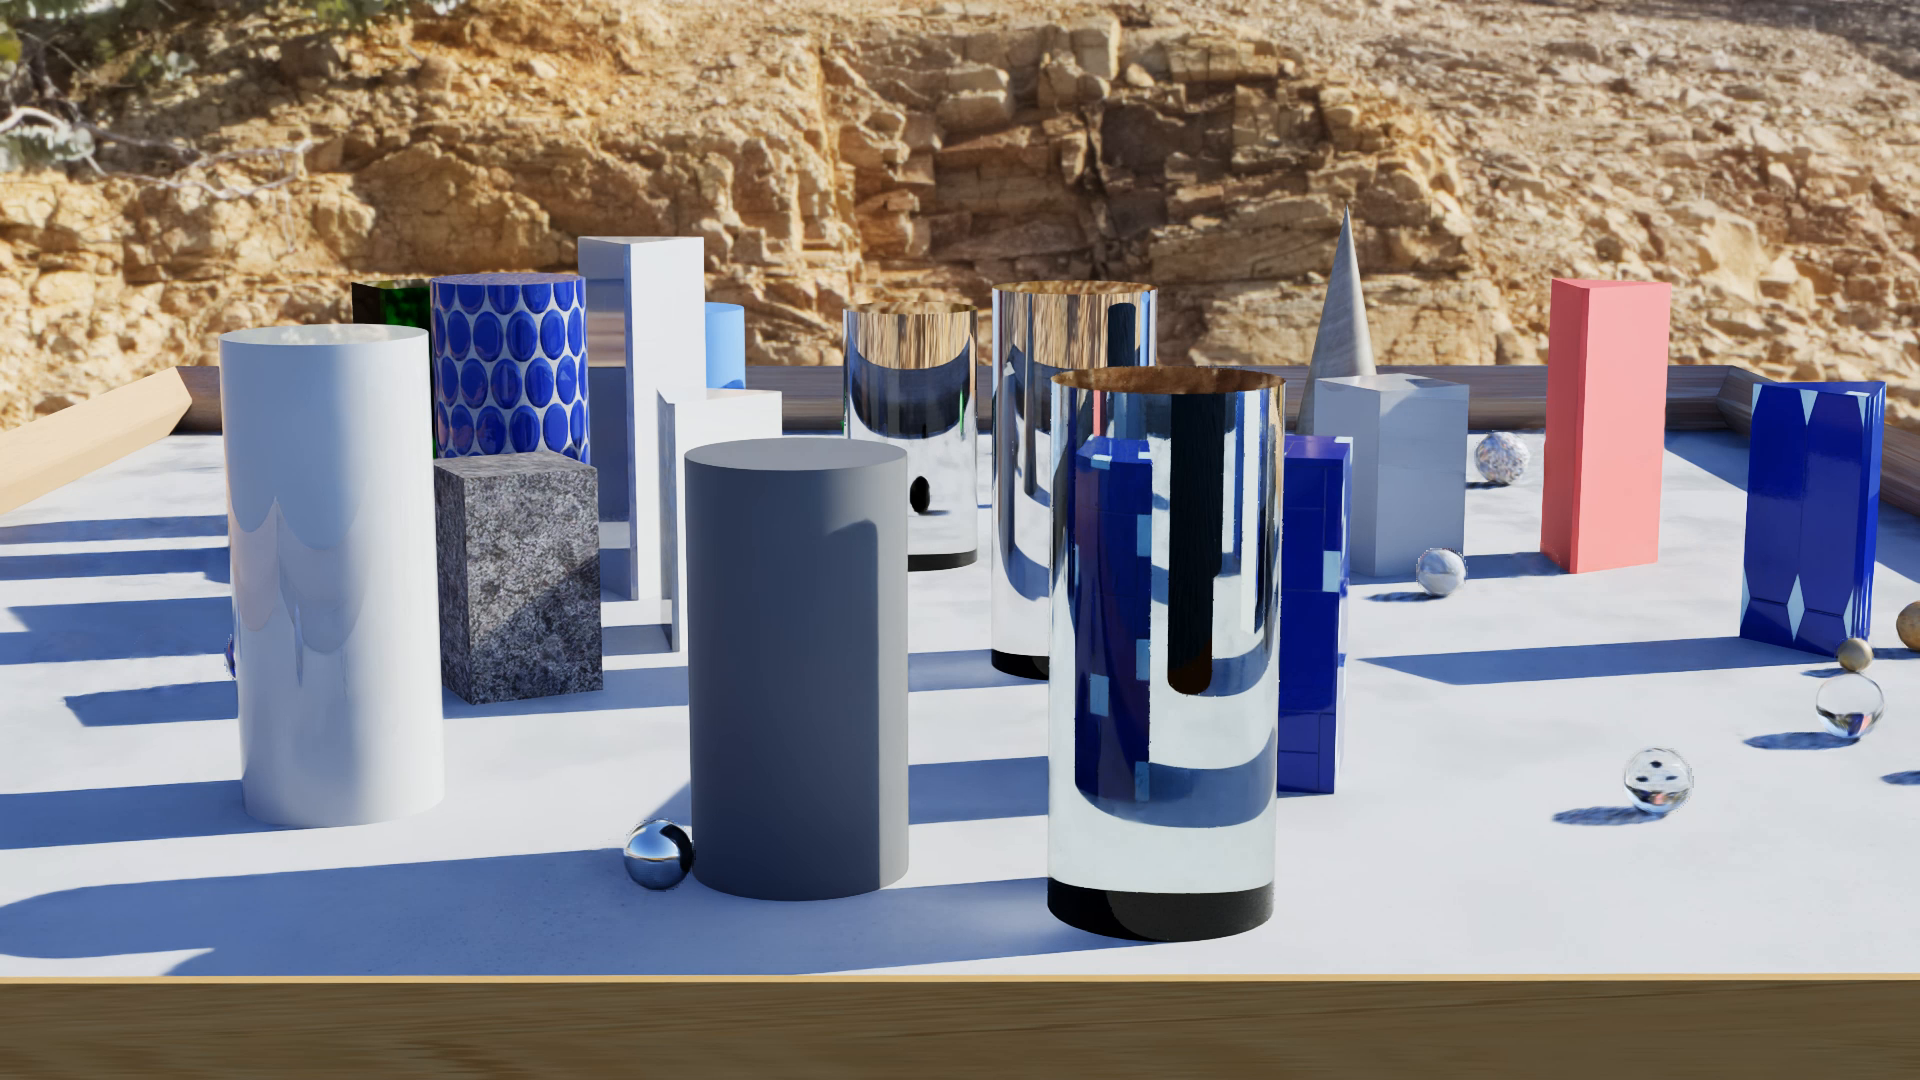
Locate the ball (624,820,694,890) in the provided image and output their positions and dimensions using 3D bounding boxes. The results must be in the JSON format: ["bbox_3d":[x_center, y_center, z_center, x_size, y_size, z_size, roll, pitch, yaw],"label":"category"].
[{"bbox_3d":[-0.270,0.282,2.295,0.062,0.062,0.062,0,10,0],"label":"ball"}]

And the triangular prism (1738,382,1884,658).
[{"bbox_3d":[1.118,-0.032,3.260,0.149,0.329,0.173,-7,13,-35],"label":"triangular prism"}]

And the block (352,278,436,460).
[{"bbox_3d":[-0.876,-0.226,4.162,0.159,0.381,0.159,-6,12,-31],"label":"block"}]

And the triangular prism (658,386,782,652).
[{"bbox_3d":[-0.342,-0.034,3.309,0.173,0.315,0.149,-9,14,-41],"label":"triangular prism"}]

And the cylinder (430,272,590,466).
[{"bbox_3d":[-0.585,-0.115,3.360,0.199,0.455,0.199,0,10,0],"label":"cylinder"}]

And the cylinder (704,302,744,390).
[{"bbox_3d":[-0.421,-0.162,3.847,0.199,0.371,0.199,0,10,0],"label":"cylinder"}]

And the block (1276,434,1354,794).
[{"bbox_3d":[0.317,0.072,2.659,0.159,0.343,0.159,2,11,12],"label":"block"}]

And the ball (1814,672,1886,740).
[{"bbox_3d":[0.974,0.182,2.809,0.073,0.073,0.073,0,10,0],"label":"ball"}]

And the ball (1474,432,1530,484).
[{"bbox_3d":[0.954,-0.144,4.512,0.094,0.094,0.094,0,10,0],"label":"ball"}]

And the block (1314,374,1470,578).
[{"bbox_3d":[0.632,-0.099,3.783,0.159,0.270,0.159,-5,12,-27],"label":"block"}]

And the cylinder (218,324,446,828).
[{"bbox_3d":[-0.619,0.030,2.540,0.199,0.469,0.199,0,10,0],"label":"cylinder"}]

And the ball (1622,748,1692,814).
[{"bbox_3d":[0.687,0.237,2.529,0.065,0.065,0.065,0,10,0],"label":"ball"}]

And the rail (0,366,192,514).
[{"bbox_3d":[-1.548,0.035,3.440,0.045,0.129,3.528,0,10,0],"label":"rail"}]

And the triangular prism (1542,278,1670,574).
[{"bbox_3d":[0.923,-0.174,3.794,0.173,0.414,0.149,-7,12,-32],"label":"triangular prism"}]

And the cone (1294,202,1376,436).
[{"bbox_3d":[0.657,-0.328,4.398,0.199,0.497,0.199,0,10,0],"label":"cone"}]

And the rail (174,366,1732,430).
[{"bbox_3d":[-0.010,-0.283,5.160,3.144,0.129,0.045,0,10,0],"label":"rail"}]

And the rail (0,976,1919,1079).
[{"bbox_3d":[0.010,0.350,1.738,3.144,0.129,0.045,0,10,0],"label":"rail"}]

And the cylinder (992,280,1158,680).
[{"bbox_3d":[0.138,-0.076,3.128,0.199,0.463,0.199,0,10,0],"label":"cylinder"}]

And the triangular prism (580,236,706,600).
[{"bbox_3d":[-0.469,-0.177,3.602,0.149,0.490,0.173,6,12,30],"label":"triangular prism"}]

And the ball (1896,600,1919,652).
[{"bbox_3d":[1.212,0.108,3.224,0.066,0.066,0.066,0,10,0],"label":"ball"}]

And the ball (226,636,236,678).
[{"bbox_3d":[-0.827,0.137,3.033,0.079,0.079,0.079,0,10,0],"label":"ball"}]

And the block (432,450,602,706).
[{"bbox_3d":[-0.530,0.041,3.042,0.159,0.265,0.159,-6,12,-27],"label":"block"}]

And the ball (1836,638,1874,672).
[{"bbox_3d":[1.088,0.140,3.120,0.042,0.042,0.042,0,10,0],"label":"ball"}]

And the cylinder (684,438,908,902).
[{"bbox_3d":[-0.147,0.112,2.328,0.199,0.385,0.199,0,10,0],"label":"cylinder"}]

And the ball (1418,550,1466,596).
[{"bbox_3d":[0.669,0.045,3.567,0.065,0.065,0.065,0,10,0],"label":"ball"}]

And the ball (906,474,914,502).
[{"bbox_3d":[-0.108,-0.085,4.282,0.061,0.061,0.061,0,10,0],"label":"ball"}]

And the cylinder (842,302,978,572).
[{"bbox_3d":[-0.073,-0.157,3.805,0.199,0.376,0.199,0,10,0],"label":"cylinder"}]

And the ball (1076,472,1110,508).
[{"bbox_3d":[0.222,-0.084,4.282,0.059,0.059,0.059,0,10,0],"label":"ball"}]

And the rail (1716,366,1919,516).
[{"bbox_3d":[1.548,0.032,3.457,0.045,0.129,3.528,0,10,0],"label":"rail"}]

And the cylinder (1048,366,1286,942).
[{"bbox_3d":[0.176,0.092,2.215,0.199,0.464,0.199,0,10,0],"label":"cylinder"}]
